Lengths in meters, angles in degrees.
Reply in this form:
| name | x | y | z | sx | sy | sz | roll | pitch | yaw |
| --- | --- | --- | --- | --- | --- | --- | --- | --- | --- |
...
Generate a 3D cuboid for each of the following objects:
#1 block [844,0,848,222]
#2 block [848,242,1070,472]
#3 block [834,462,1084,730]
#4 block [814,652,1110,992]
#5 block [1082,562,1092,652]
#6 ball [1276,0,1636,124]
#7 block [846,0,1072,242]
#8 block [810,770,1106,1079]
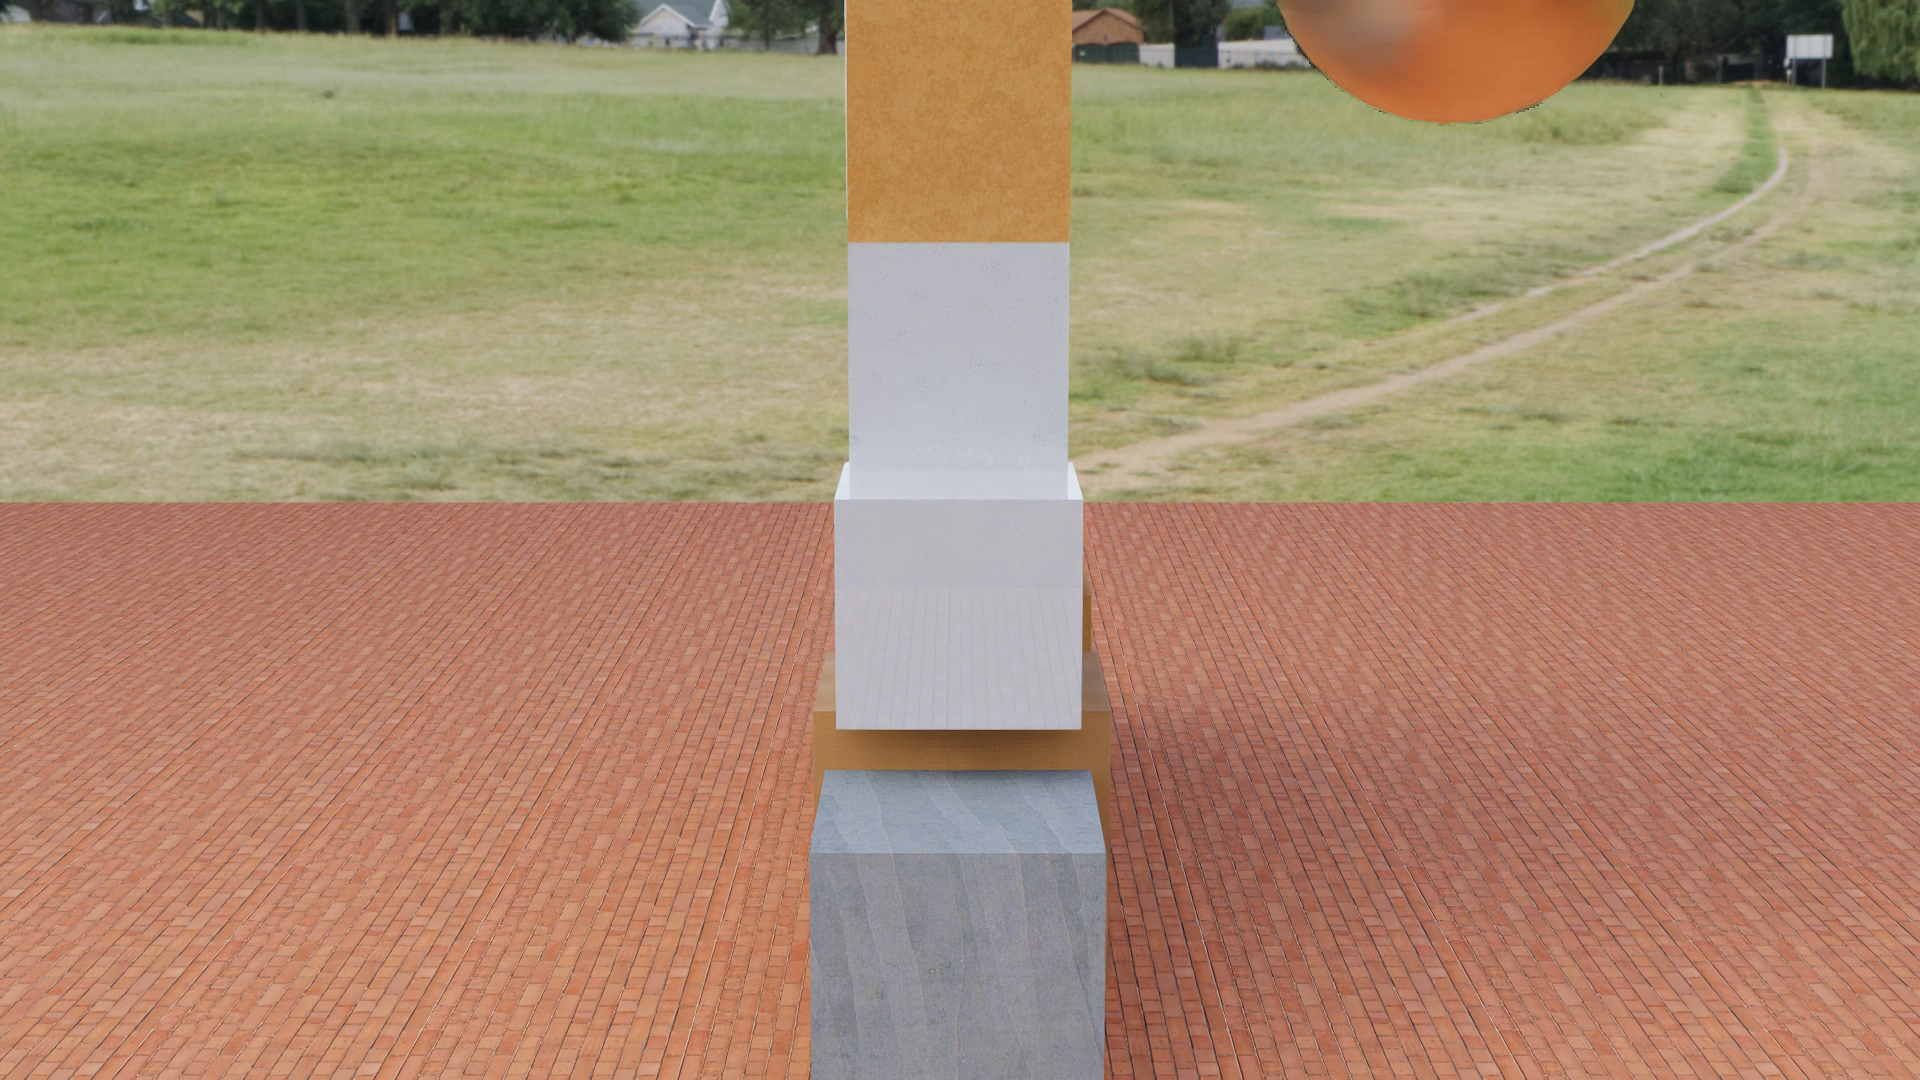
| name | x | y | z | sx | sy | sz | roll | pitch | yaw |
| --- | --- | --- | --- | --- | --- | --- | --- | --- | --- |
| block | -0.010 | -1.921 | 11.287 | 0.949 | 0.940 | 0.916 | 0 | 13 | 0 |
| block | -0.005 | -0.765 | 10.248 | 0.849 | 0.881 | 0.717 | 0 | 10 | 0 |
| block | -0.005 | 0.194 | 9.842 | 0.905 | 0.859 | 0.913 | 0 | 10 | 0 |
| block | 0.008 | 1.108 | 10.344 | 1.131 | 1.119 | 1.029 | 0 | 10 | 0 |
| block | 0.017 | 0.716 | 12.435 | 1.174 | 1.142 | 1.138 | 0 | 10 | 0 |
| ball | 2.074 | -2.549 | 10.717 | 1.600 | 1.600 | 1.600 | 0 | 10 | 0 |
| block | -0.004 | -1.703 | 10.324 | 0.860 | 0.937 | 1.017 | 0 | 10 | 0 |
| block | -0.008 | 1.409 | 9.324 | 1.011 | 0.892 | 1.065 | 0 | 10 | 0 |
